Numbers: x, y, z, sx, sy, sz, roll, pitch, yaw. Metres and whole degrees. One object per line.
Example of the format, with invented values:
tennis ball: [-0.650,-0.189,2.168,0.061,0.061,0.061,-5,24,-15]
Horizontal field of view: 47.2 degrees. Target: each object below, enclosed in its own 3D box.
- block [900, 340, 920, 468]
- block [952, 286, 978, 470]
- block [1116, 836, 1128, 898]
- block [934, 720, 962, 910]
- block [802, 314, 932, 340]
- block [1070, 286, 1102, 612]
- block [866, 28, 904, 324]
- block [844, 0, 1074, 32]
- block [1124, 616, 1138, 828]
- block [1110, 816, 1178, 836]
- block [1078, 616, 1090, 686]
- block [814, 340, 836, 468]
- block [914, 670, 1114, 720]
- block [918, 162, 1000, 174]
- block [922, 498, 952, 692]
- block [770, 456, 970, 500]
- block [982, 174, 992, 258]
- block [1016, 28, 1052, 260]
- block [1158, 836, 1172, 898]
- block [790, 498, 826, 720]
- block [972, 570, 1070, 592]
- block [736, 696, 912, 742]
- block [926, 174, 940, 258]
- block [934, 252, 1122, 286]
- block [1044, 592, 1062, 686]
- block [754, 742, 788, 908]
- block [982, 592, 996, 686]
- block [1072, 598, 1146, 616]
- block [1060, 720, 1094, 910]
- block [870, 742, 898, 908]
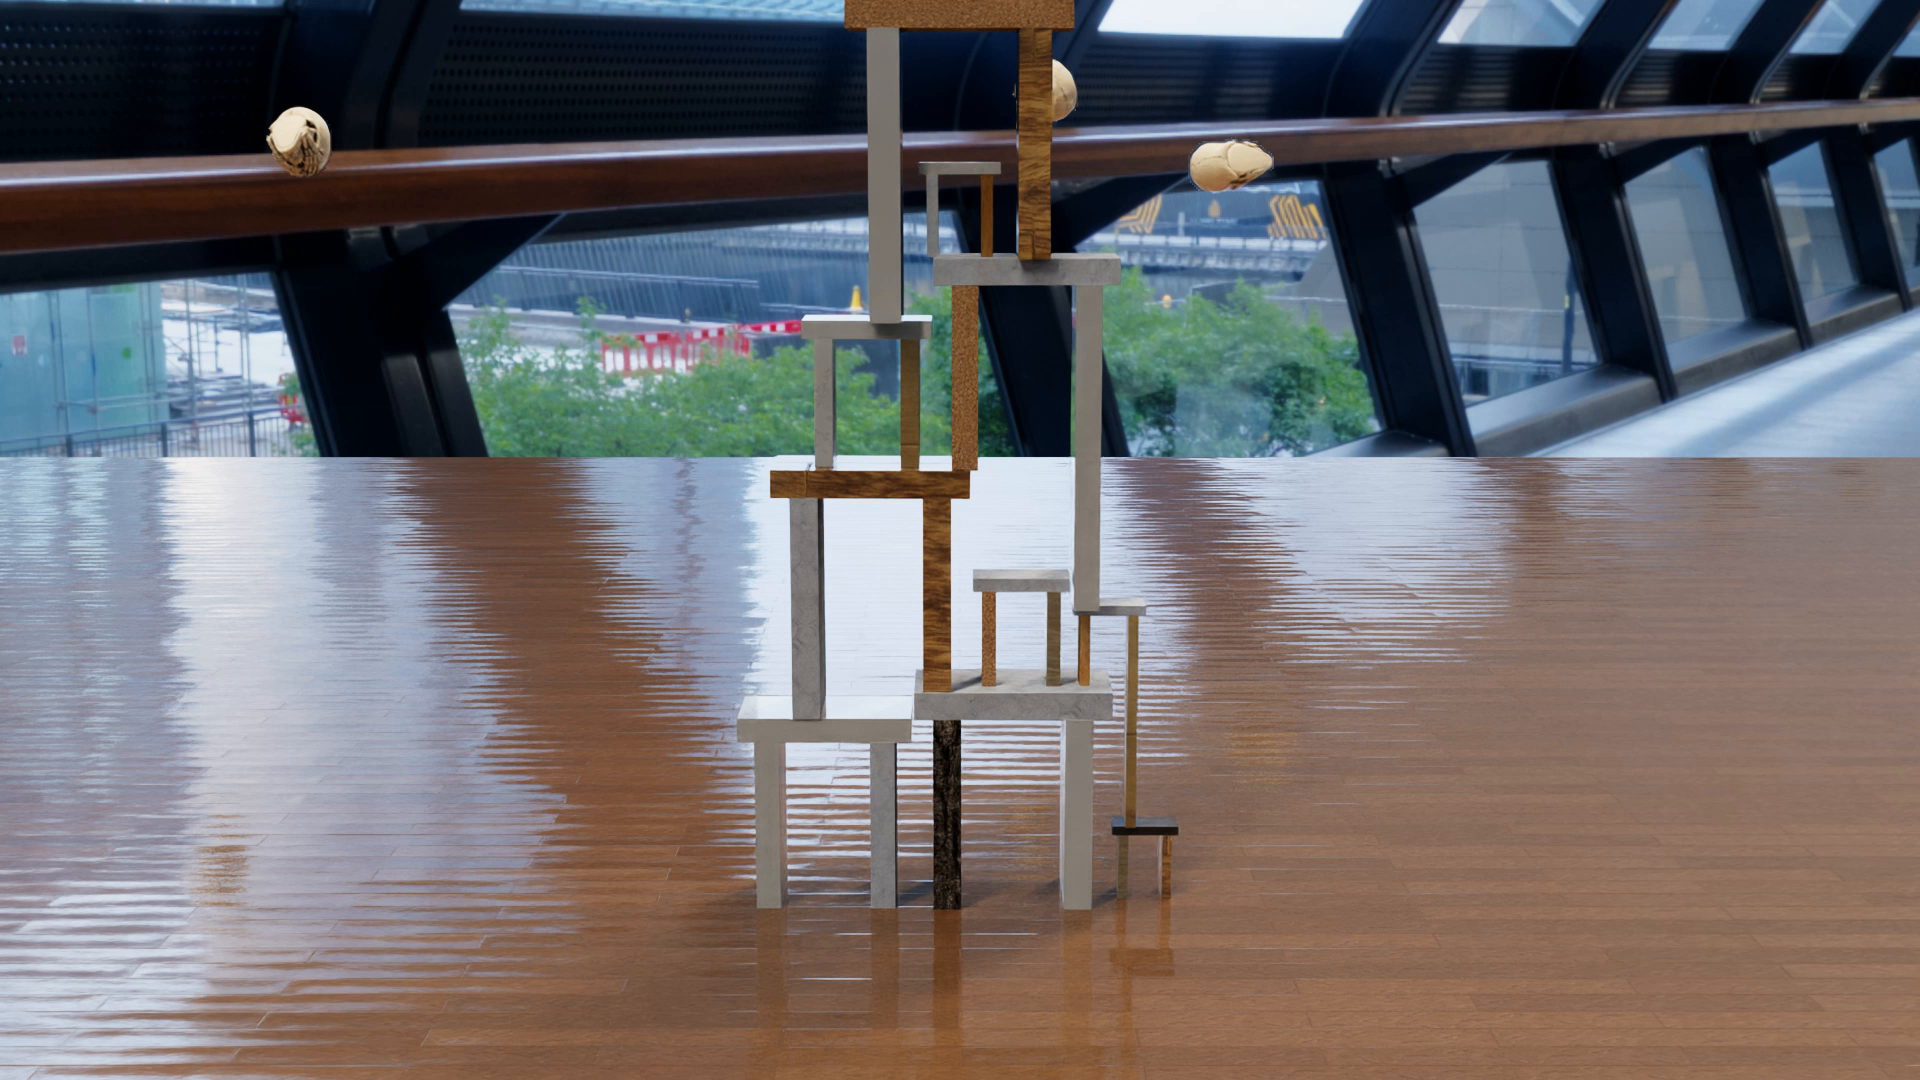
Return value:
block: [-0.079,-0.224,3.522,0.029,0.204,0.102,0,11,0]
block: [0.008,-0.265,3.509,0.041,0.291,0.145,0,11,0]
block: [0.270,0.536,3.662,0.015,0.109,0.054,1,11,0]
block: [-0.021,0.432,3.643,0.045,0.319,0.160,0,11,0]
block: [-0.147,-0.339,3.500,0.204,0.029,0.102,0,11,0]
block: [0.202,-0.154,3.529,0.041,0.518,0.145,0,11,0]
block: [-0.116,-0.571,3.446,0.049,0.446,0.174,0,11,0]
block: [-0.001,-0.814,3.399,0.347,0.049,0.174,0,11,0]
block: [0.281,0.292,3.610,0.017,0.357,0.058,0,11,1]
block: [0.305,0.475,3.651,0.109,0.015,0.054,0,11,0]
block: [0.202,0.174,3.589,0.017,0.117,0.059,0,11,0]
block: [-0.215,-0.225,3.522,0.029,0.204,0.102,0,11,0]
block: [0.086,0.253,3.610,0.320,0.045,0.160,0,11,0]
block: [-0.001,-0.582,3.444,0.128,0.018,0.064,0,11,0]
block: [-0.037,0.075,3.578,0.045,0.316,0.158,0,11,0]
block: [-0.142,-0.102,3.545,0.316,0.045,0.158,0,11,0]
block: [0.042,-0.511,3.458,0.018,0.128,0.064,0,11,0]
block: [0.115,-0.619,3.436,0.049,0.347,0.174,0,11,0]
block: [0.342,0.536,3.662,0.015,0.109,0.054,0,11,0]
block: [-0.247,0.097,3.582,0.045,0.360,0.158,0,11,0]
block: [0.099,0.066,3.576,0.157,0.022,0.078,0,11,0]
block: [-0.219,0.294,3.614,0.281,0.040,0.140,0,11,0]
block: [-0.043,-0.511,3.459,0.018,0.128,0.064,-1,11,0]
block: [0.104,-0.429,3.477,0.291,0.041,0.145,0,11,0]
block: [0.152,0.154,3.592,0.022,0.157,0.078,0,11,0]
block: [-0.313,0.452,3.643,0.040,0.281,0.140,0,11,0]
block: [0.047,0.154,3.592,0.022,0.157,0.078,0,11,0]
block: [0.242,0.109,3.576,0.117,0.017,0.058,0,11,0]
block: [0.192,0.432,3.643,0.045,0.320,0.160,0,11,0]
block: [-0.126,0.452,3.643,0.040,0.281,0.140,0,11,0]
